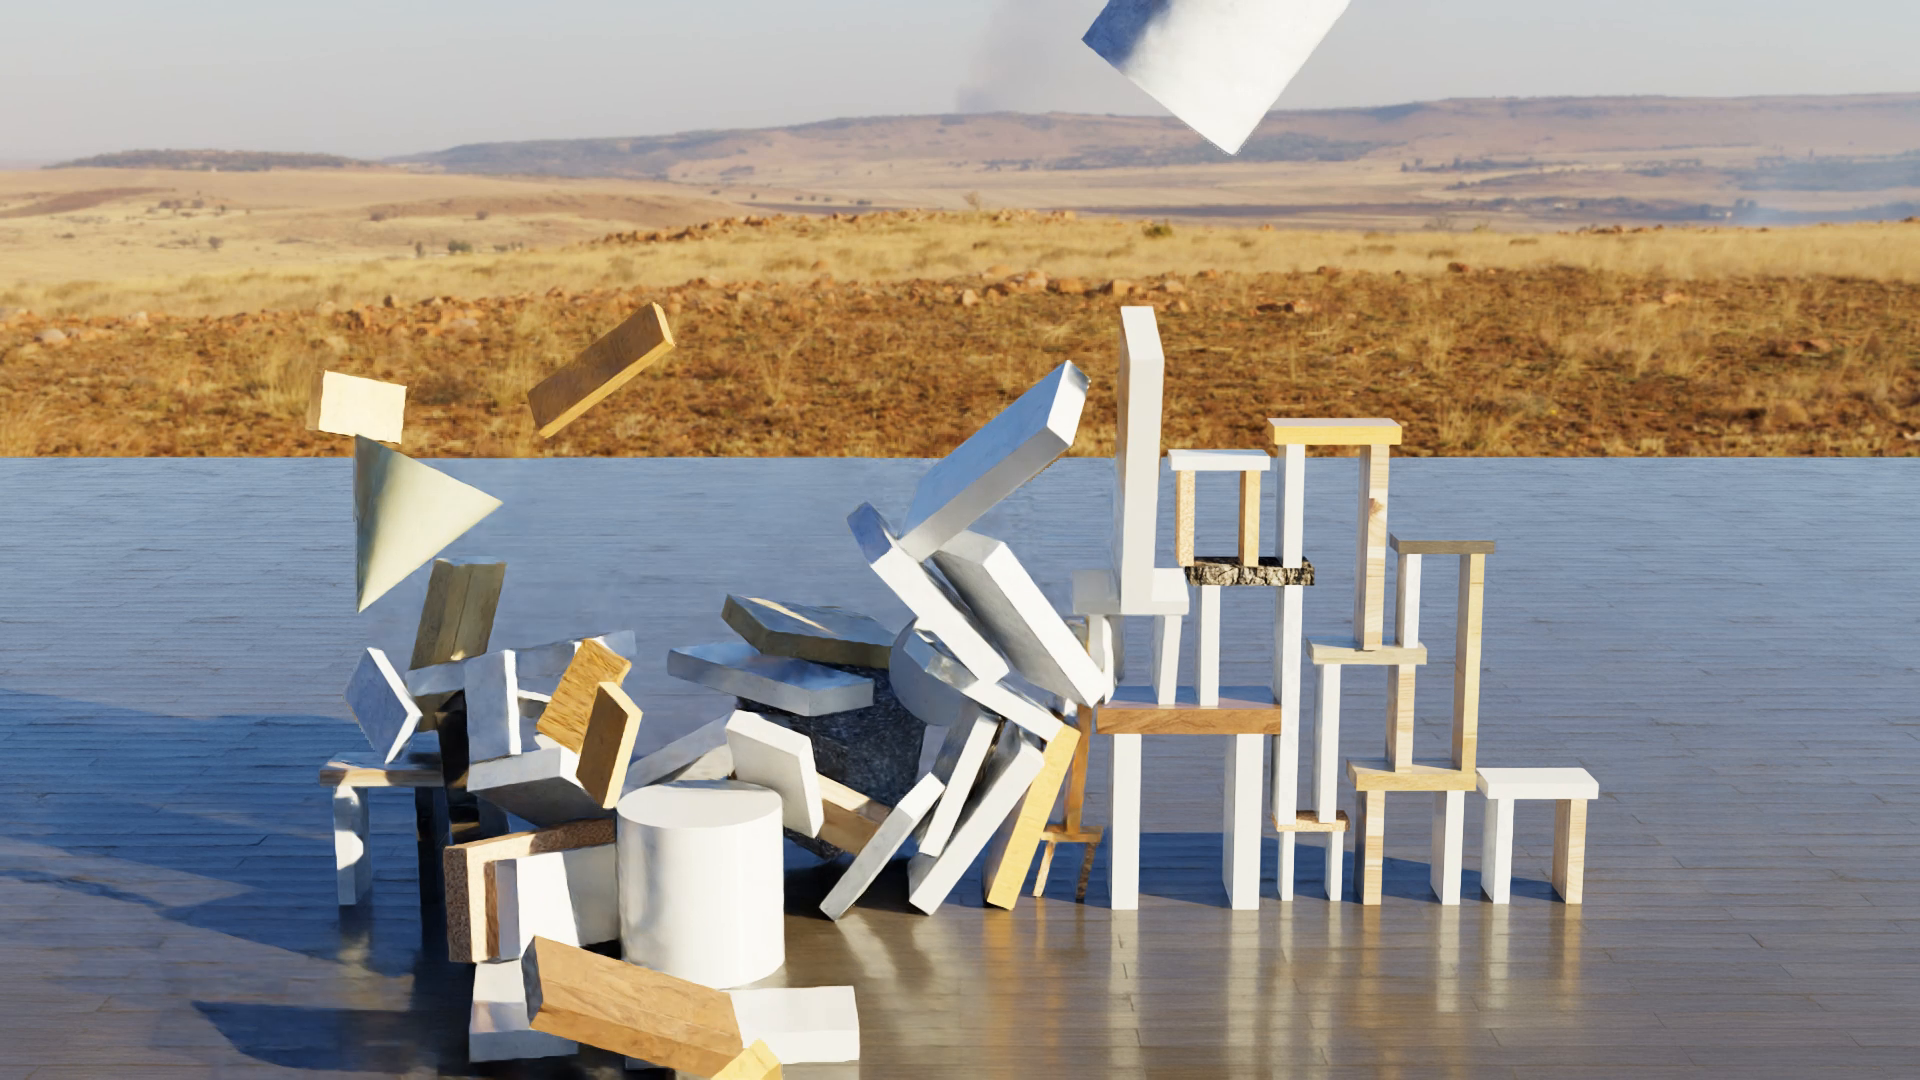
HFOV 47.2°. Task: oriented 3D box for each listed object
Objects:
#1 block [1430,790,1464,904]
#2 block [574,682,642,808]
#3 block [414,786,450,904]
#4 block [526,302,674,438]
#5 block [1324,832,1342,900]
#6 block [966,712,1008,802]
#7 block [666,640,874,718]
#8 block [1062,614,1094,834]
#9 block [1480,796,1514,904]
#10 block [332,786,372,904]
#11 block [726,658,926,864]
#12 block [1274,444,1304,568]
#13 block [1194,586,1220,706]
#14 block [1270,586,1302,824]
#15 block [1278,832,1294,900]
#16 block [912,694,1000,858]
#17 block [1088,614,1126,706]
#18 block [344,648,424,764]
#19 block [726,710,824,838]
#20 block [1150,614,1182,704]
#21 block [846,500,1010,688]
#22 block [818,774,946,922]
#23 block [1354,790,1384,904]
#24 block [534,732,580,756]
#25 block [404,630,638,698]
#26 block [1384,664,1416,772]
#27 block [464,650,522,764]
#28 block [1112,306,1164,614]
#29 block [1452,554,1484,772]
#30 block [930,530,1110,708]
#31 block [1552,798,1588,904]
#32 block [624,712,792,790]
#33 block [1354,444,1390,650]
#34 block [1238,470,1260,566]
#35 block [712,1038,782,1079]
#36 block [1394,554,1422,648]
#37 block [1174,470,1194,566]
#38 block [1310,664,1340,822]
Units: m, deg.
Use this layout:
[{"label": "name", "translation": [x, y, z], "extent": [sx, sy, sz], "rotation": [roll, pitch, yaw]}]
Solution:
[{"label": "block", "translation": [0.808, 0.495, 3.648], "extent": [0.028, 0.194, 0.097], "rotation": [0, 11, 0]}, {"label": "block", "translation": [-0.501, 0.292, 3.129], "extent": [0.023, 0.162, 0.081], "rotation": [-6, 34, -42]}, {"label": "block", "translation": [-0.873, 0.491, 3.648], "extent": [0.029, 0.202, 0.101], "rotation": [0, 11, 0]}, {"label": "block", "translation": [-0.652, -0.307, 3.976], "extent": [0.304, 0.097, 0.027], "rotation": [-33, -35, 17]}, {"label": "block", "translation": [0.621, 0.532, 3.654], "extent": [0.017, 0.120, 0.060], "rotation": [0, 11, 0]}, {"label": "block", "translation": [0.033, 0.346, 3.592], "extent": [0.021, 0.148, 0.074], "rotation": [20, 7, -13]}, {"label": "block", "translation": [-0.324, 0.233, 3.729], "extent": [0.338, 0.044, 0.155], "rotation": [12, 11, 38]}, {"label": "block", "translation": [0.203, 0.282, 3.617], "extent": [0.021, 0.398, 0.074], "rotation": [5, 9, -4]}, {"label": "block", "translation": [0.892, 0.502, 3.651], "extent": [0.025, 0.179, 0.090], "rotation": [0, 11, 0]}, {"label": "block", "translation": [-1.007, 0.491, 3.648], "extent": [0.029, 0.202, 0.101], "rotation": [0, 11, 0]}, {"label": "block", "translation": [-0.236, 0.368, 3.898], "extent": [0.243, 0.243, 0.243], "rotation": [27, 35, 25]}, {"label": "block", "translation": [0.532, -0.063, 3.548], "extent": [0.028, 0.200, 0.100], "rotation": [0, 11, 0]}, {"label": "block", "translation": [0.402, 0.161, 3.585], "extent": [0.028, 0.198, 0.099], "rotation": [0, 11, 0]}, {"label": "block", "translation": [0.534, 0.260, 3.604], "extent": [0.028, 0.399, 0.099], "rotation": [0, 11, 0]}, {"label": "block", "translation": [0.541, 0.532, 3.654], "extent": [0.017, 0.120, 0.060], "rotation": [0, 11, 0]}, {"label": "block", "translation": [-0.010, 0.378, 3.585], "extent": [0.036, 0.253, 0.126], "rotation": [21, 9, -14]}, {"label": "block", "translation": [0.238, 0.166, 3.548], "extent": [0.025, 0.180, 0.090], "rotation": [11, 34, 23]}, {"label": "block", "translation": [-0.950, 0.273, 3.621], "extent": [0.027, 0.097, 0.194], "rotation": [15, 22, -44]}, {"label": "block", "translation": [-0.286, 0.366, 3.417], "extent": [0.126, 0.252, 0.036], "rotation": [20, 57, 16]}, {"label": "block", "translation": [0.331, 0.166, 3.550], "extent": [0.026, 0.180, 0.090], "rotation": [-2, 32, -5]}, {"label": "block", "translation": [-0.050, 0.085, 3.405], "extent": [0.044, 0.310, 0.155], "rotation": [-39, 33, 5]}, {"label": "block", "translation": [-0.125, 0.494, 3.533], "extent": [0.036, 0.253, 0.126], "rotation": [40, 29, 6]}, {"label": "block", "translation": [0.678, 0.495, 3.648], "extent": [0.028, 0.194, 0.097], "rotation": [0, 11, 0]}, {"label": "block", "translation": [-0.644, 0.344, 3.569], "extent": [0.049, 0.097, 0.014], "rotation": [-26, 23, 11]}, {"label": "block", "translation": [-0.721, 0.203, 3.612], "extent": [0.361, 0.044, 0.154], "rotation": [-10, 1, 29]}, {"label": "block", "translation": [0.723, 0.282, 3.616], "extent": [0.026, 0.182, 0.091], "rotation": [0, 11, 0]}, {"label": "block", "translation": [-0.725, 0.259, 3.407], "extent": [0.081, 0.162, 0.023], "rotation": [-13, -15, 25]}, {"label": "block", "translation": [0.269, -0.119, 3.362], "extent": [0.048, 0.446, 0.170], "rotation": [-1, 33, -1]}, {"label": "block", "translation": [0.831, 0.193, 3.600], "extent": [0.022, 0.361, 0.077], "rotation": [0, 11, 0]}, {"label": "block", "translation": [0.087, 0.117, 3.453], "extent": [0.048, 0.340, 0.170], "rotation": [-49, 34, -17]}, {"label": "block", "translation": [1.011, 0.502, 3.651], "extent": [0.025, 0.179, 0.090], "rotation": [0, 11, 0]}, {"label": "block", "translation": [-0.442, 0.370, 3.661], "extent": [0.309, 0.044, 0.154], "rotation": [-28, -20, 26]}, {"label": "block", "translation": [0.665, 0.004, 3.559], "extent": [0.028, 0.334, 0.100], "rotation": [0, 11, 0]}, {"label": "block", "translation": [0.467, -0.042, 3.555], "extent": [0.022, 0.156, 0.078], "rotation": [0, 11, 0]}, {"label": "block", "translation": [-0.265, 0.652, 2.541], "extent": [0.126, 0.036, 0.252], "rotation": [-39, -15, -17]}, {"label": "block", "translation": [0.729, 0.092, 3.580], "extent": [0.022, 0.154, 0.077], "rotation": [0, 11, 0]}, {"label": "block", "translation": [0.363, -0.042, 3.554], "extent": [0.022, 0.156, 0.078], "rotation": [0, 11, 0]}, {"label": "block", "translation": [0.602, 0.324, 3.624], "extent": [0.026, 0.267, 0.091], "rotation": [0, 11, 0]}]
